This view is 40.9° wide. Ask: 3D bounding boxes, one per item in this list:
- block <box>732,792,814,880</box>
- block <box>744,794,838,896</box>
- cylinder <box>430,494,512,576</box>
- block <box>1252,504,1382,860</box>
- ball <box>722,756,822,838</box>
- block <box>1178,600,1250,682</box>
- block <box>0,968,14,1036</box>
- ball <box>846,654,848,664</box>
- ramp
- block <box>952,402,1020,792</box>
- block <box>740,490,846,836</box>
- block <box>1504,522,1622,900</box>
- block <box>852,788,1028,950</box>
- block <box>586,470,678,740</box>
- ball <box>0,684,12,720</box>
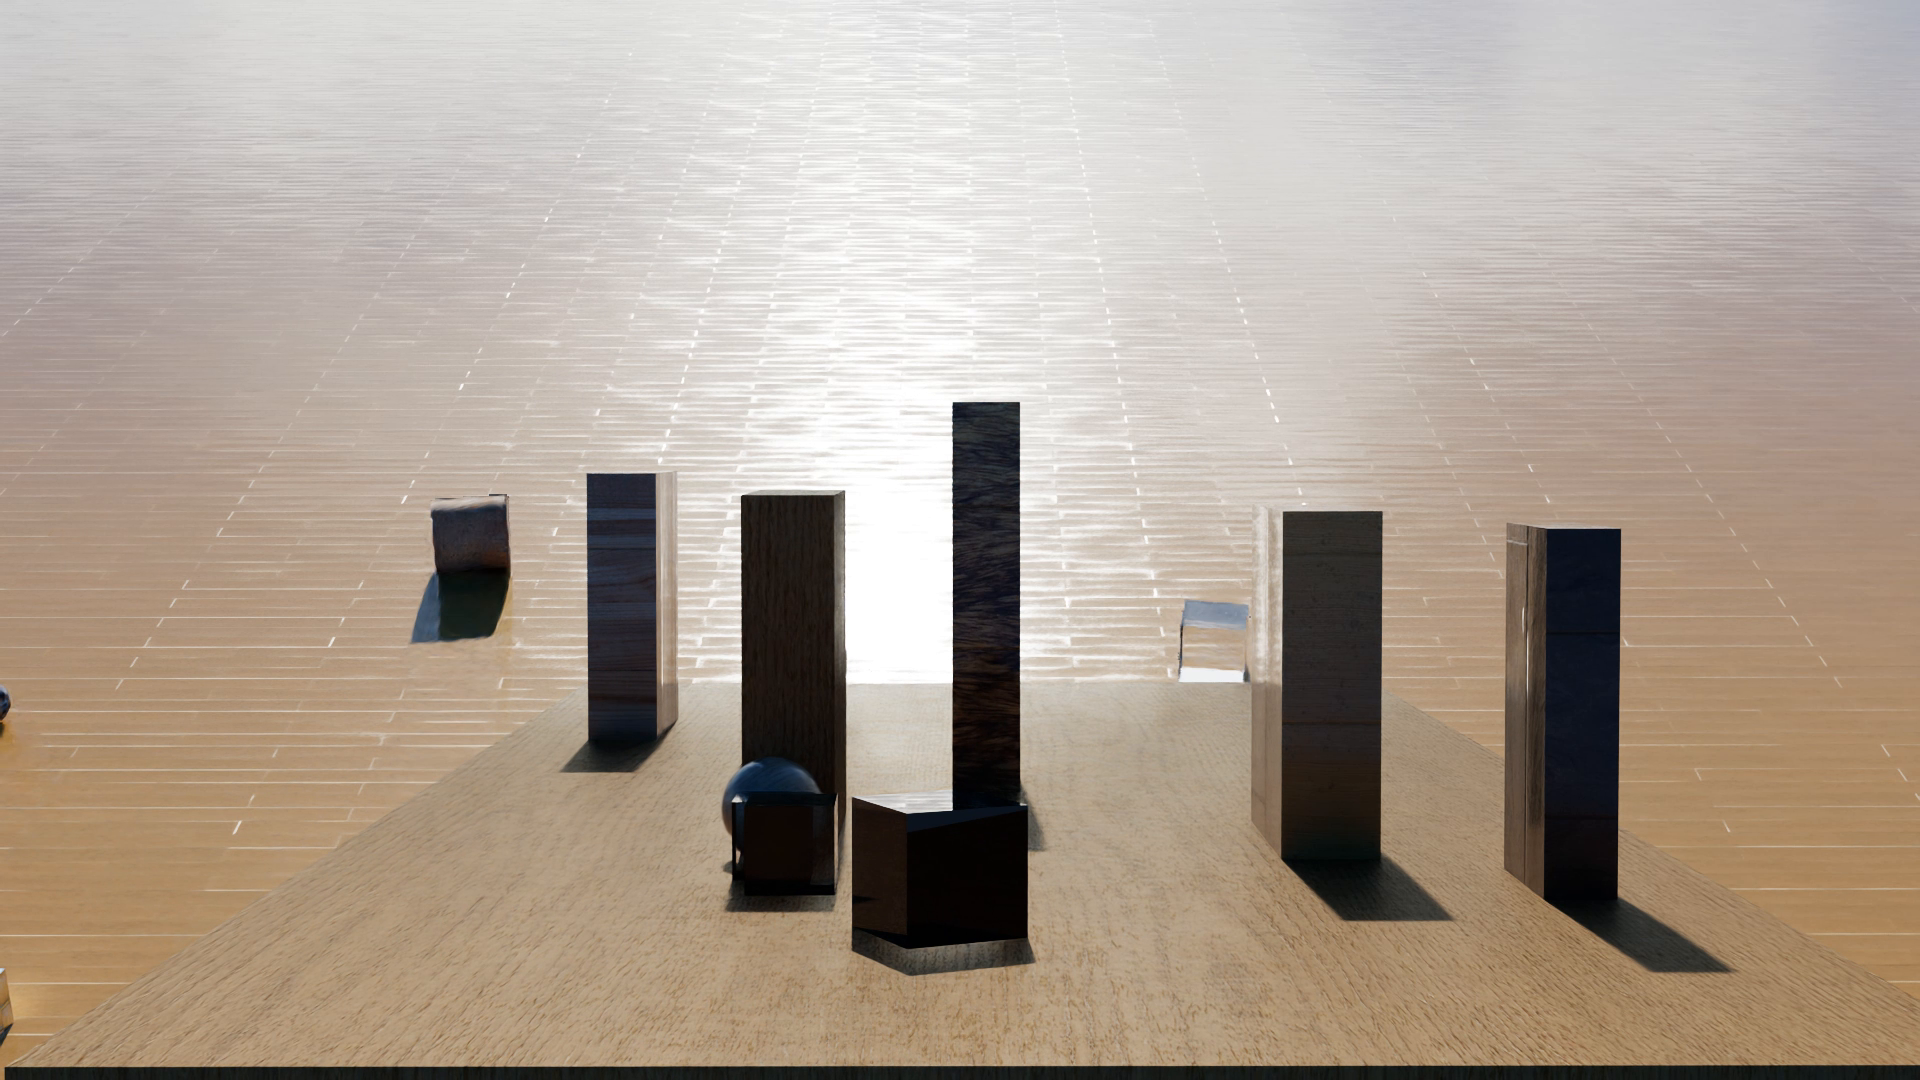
[{"bbox_3d":[-0.265,0.420,3.667,0.110,0.110,0.110,0,2,-1],"label":"block"},{"bbox_3d":[-0.232,0.419,3.551,0.122,0.122,0.122,0,2,-1],"label":"block"},{"bbox_3d":[-1.397,-0.014,7.363,0.208,0.208,0.208,-7,24,-10],"label":"cylinder"},{"bbox_3d":[0.545,0.206,3.971,0.147,0.513,0.386,0,2,0],"label":"block"},{"bbox_3d":[-0.276,0.395,3.796,0.150,0.150,0.150,0,24,0],"label":"ball"},{"bbox_3d":[0.667,0.274,6.760,0.168,0.168,0.168,4,23,8],"label":"block"},{"bbox_3d":[-2.030,0.957,5.246,0.130,0.130,0.130,4,24,10],"label":"block"},{"bbox_3d":[-0.360,0.287,6.193,0.179,0.179,0.179,0,24,0],"label":"ball"},{"bbox_3d":[0.054,0.491,4.542,2.000,0.100,4.000,0,2,0],"label":"ramp"},{"bbox_3d":[0.046,0.095,4.631,0.119,0.683,0.264,0,2,0],"label":"block"},{"bbox_3d":[-0.258,0.192,4.068,0.140,0.535,0.409,0,2,0],"label":"block"},{"bbox_3d":[0.832,0.229,3.571,0.099,0.498,0.251,0,2,0],"label":"block"},{"bbox_3d":[-0.027,0.409,3.230,0.166,0.166,0.166,-1,3,-26],"label":"block"},{"bbox_3d":[-0.695,0.129,5.493,0.142,0.549,0.410,0,2,0],"label":"block"},{"bbox_3d":[-2.462,0.412,6.523,0.108,0.108,0.108,0,24,0],"label":"ball"}]
